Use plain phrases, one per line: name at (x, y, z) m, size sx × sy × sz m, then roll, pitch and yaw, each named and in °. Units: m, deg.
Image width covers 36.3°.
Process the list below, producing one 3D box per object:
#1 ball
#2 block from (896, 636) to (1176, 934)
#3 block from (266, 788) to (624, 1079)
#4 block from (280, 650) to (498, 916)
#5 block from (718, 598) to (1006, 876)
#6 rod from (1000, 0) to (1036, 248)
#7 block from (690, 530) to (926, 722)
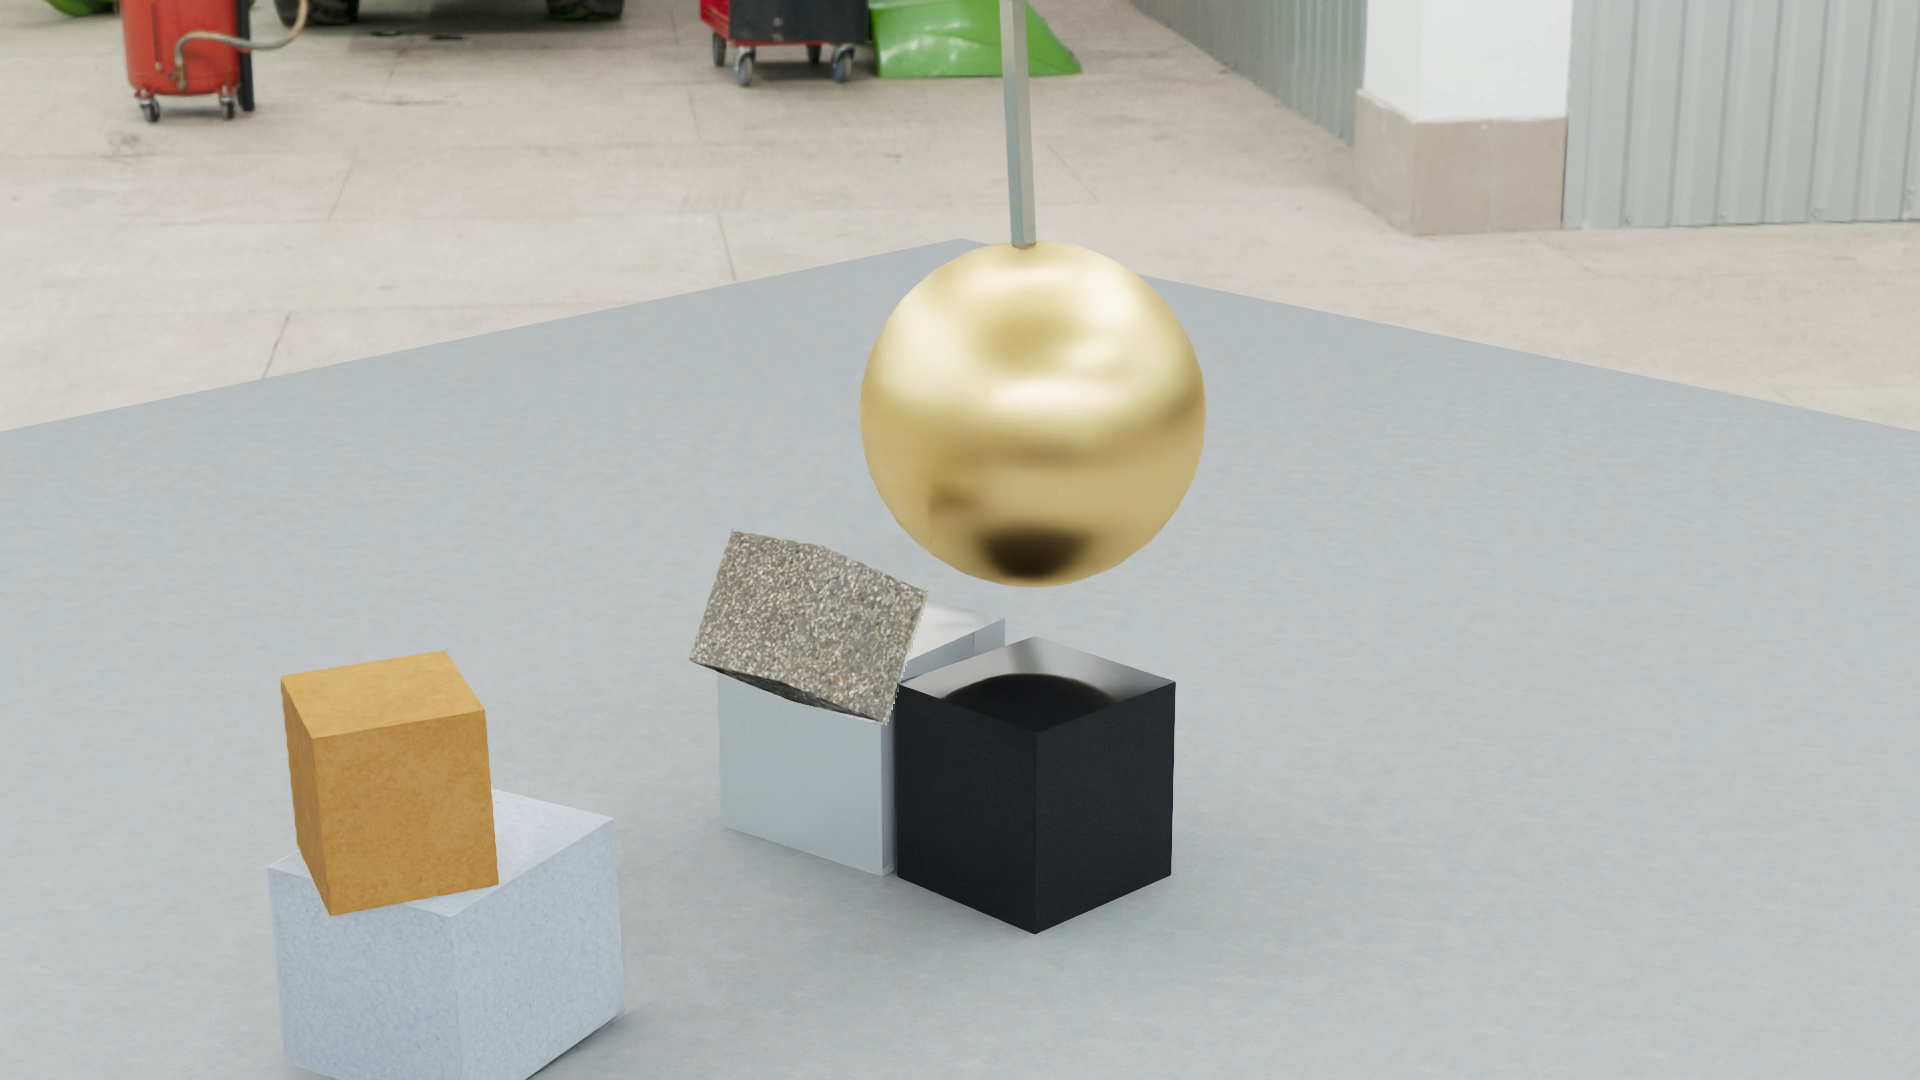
ball at (0.334, -0.581, 13.509) m, size 1.600 × 1.600 × 1.600 m, roll 0°, pitch 17°, yaw 0°
block at (0.341, 1.090, 13.302) m, size 0.905 × 0.945 × 0.873 m, roll -17°, pitch 24°, yaw -42°
block at (-2.040, 1.604, 11.749) m, size 0.920 × 0.863 × 1.014 m, roll 10°, pitch 22°, yaw 29°
block at (-2.199, 0.924, 11.289) m, size 0.646 × 0.724 × 0.678 m, roll -9°, pitch 21°, yaw -20°
block at (-0.463, 0.867, 13.928) m, size 0.984 × 0.995 × 0.942 m, roll 13°, pitch 22°, yaw 35°
rod at (0.145, -3.757, 12.312) m, size 0.080 × 5.200 × 0.080 m, roll 17°, pitch 28°, yaw 42°
block at (-0.658, 0.374, 12.704) m, size 0.603 × 0.597 × 0.653 m, roll 9°, pitch -12°, yaw 46°
